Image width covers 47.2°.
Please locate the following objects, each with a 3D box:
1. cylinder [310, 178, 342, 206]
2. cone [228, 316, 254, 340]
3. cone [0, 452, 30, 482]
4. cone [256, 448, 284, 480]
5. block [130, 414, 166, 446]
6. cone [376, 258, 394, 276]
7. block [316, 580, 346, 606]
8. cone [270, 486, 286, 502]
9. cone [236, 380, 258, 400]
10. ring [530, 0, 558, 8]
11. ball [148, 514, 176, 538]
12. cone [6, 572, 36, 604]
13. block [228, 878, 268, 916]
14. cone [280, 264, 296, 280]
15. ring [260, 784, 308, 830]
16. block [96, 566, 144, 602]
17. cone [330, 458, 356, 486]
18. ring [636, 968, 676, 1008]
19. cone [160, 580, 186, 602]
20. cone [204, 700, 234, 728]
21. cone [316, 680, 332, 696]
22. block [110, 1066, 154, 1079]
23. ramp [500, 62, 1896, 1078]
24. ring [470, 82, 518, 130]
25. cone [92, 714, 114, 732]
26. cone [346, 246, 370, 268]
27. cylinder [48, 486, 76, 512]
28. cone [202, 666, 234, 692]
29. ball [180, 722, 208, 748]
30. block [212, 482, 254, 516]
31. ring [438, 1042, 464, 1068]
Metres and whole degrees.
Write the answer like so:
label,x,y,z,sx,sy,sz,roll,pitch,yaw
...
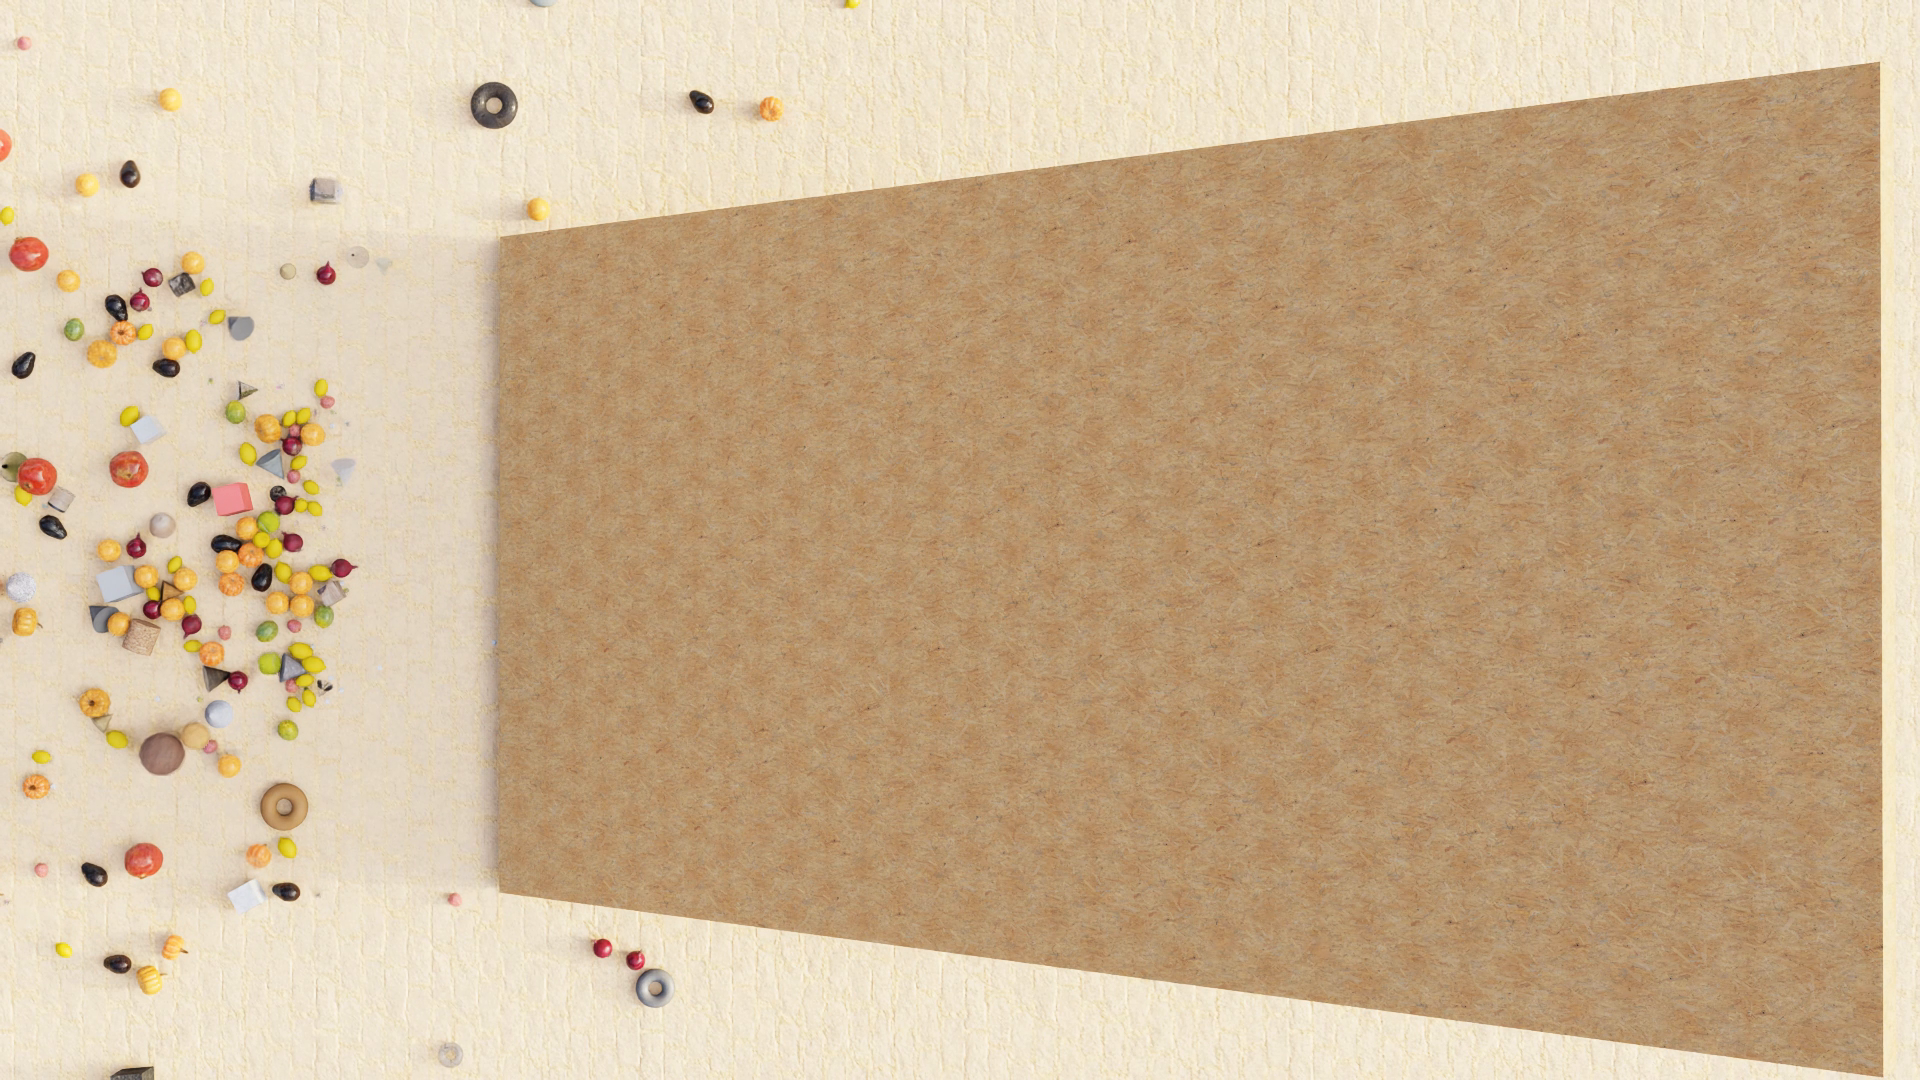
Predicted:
label,x,y,z,sx,sy,sz,roll,pitch,yaw
cylinder,-1.947,-1.071,6.753,0.077,0.077,0.077,6,90,0
cone,-2.233,-0.670,6.770,0.083,0.083,0.083,34,90,27
cone,-2.917,-0.225,6.738,0.096,0.096,0.096,0,90,0
cone,-2.103,-0.220,6.766,0.088,0.088,0.088,-28,117,0
block,-2.491,-0.338,6.753,0.066,0.066,0.066,-32,90,0
cone,-1.773,-0.834,6.778,0.053,0.053,0.053,3,116,0
block,-1.929,0.165,6.754,0.057,0.057,0.057,-31,90,0
cone,-2.103,-0.142,6.758,0.053,0.053,0.053,0,90,0
cone,-2.191,-0.462,6.772,0.067,0.067,0.067,-4,90,-27
ring,-1.283,-1.698,6.778,0.114,0.038,0.114,0,90,1
ball,-2.447,-0.042,6.746,0.078,0.078,0.078,0,90,0
cone,-2.896,0.147,6.735,0.096,0.096,0.096,0,90,0
block,-2.182,1.092,6.738,0.075,0.075,0.075,-29,90,0
cone,-2.075,-0.829,6.764,0.052,0.052,0.052,0,90,0
ring,-2.075,0.820,6.754,0.146,0.049,0.146,0,88,0
block,-2.575,0.135,6.738,0.090,0.090,0.090,-20,90,0
cone,-1.894,-0.200,6.768,0.078,0.078,0.078,3,116,0
ring,-0.935,1.377,6.754,0.122,0.041,0.122,0,88,1
cone,-2.418,0.160,6.767,0.069,0.069,0.069,5,90,-27
cone,-2.284,0.536,6.736,0.089,0.089,0.089,0,90,0
cone,-1.964,0.466,6.769,0.050,0.050,0.050,29,119,0
block,-2.528,1.672,6.723,0.097,0.097,0.097,-5,90,0
ramp,0.235,0.066,5.555,4.000,0.100,2.000,0,89,36
ring,-1.434,-1.338,6.770,0.147,0.049,0.147,0,91,0
cone,-2.629,0.553,6.766,0.060,0.060,0.060,-37,90,-33
cone,-1.859,-0.873,6.755,0.071,0.071,0.071,0,90,0
cylinder,-2.760,-0.124,6.755,0.060,0.060,0.060,34,90,0
cone,-2.274,0.419,6.761,0.086,0.086,0.086,-11,90,-27
ball,-2.345,0.598,6.739,0.081,0.081,0.081,0,90,0
block,-2.230,-0.124,6.742,0.085,0.085,0.085,-14,90,0
ring,-1.565,1.583,6.759,0.080,0.027,0.080,0,89,-1
